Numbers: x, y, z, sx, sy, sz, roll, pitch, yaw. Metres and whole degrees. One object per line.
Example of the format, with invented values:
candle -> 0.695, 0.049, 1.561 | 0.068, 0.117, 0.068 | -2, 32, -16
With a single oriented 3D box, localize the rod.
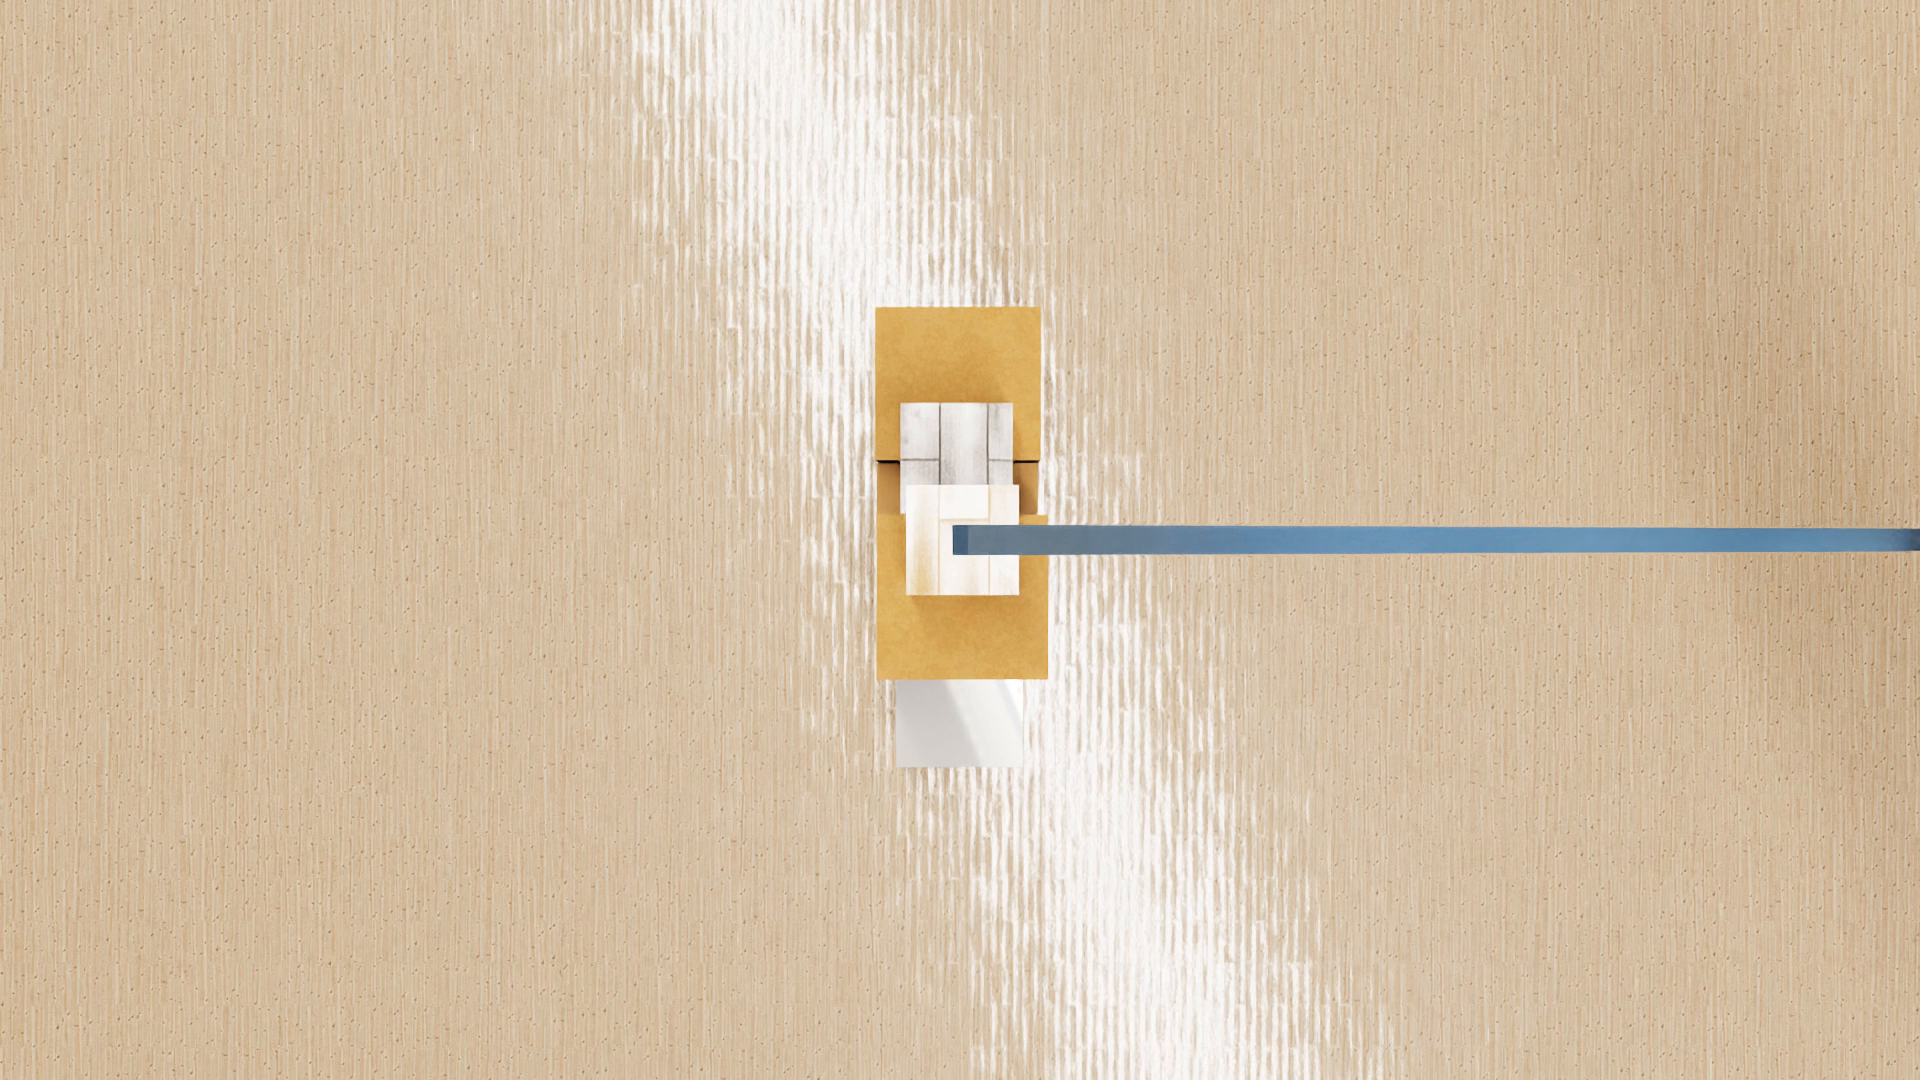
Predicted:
rod -> 2.212, 0.000, 7.066 | 5.200, 0.080, 0.080 | 0, 90, -32

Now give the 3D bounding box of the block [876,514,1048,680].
block -> 0.013, 0.296, 11.801 | 0.889, 0.855, 0.853 | 0, 90, 0

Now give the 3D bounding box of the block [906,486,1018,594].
block -> 0.013, 0.000, 11.104 | 0.553, 0.540, 0.540 | 0, 90, 0

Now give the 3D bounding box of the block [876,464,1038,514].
block -> -0.015, 0.006, 12.614 | 0.897, 0.771, 0.867 | 0, 90, 0

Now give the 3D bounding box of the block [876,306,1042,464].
block -> -0.010, -0.856, 12.510 | 0.908, 0.980, 0.837 | 0, 90, 0

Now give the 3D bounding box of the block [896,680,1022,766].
block -> -0.003, 0.862, 12.677 | 0.710, 0.645, 0.826 | 0, 90, 0

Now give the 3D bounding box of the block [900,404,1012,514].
block -> -0.017, -0.429, 11.764 | 0.586, 0.513, 0.582 | 0, 91, 0
